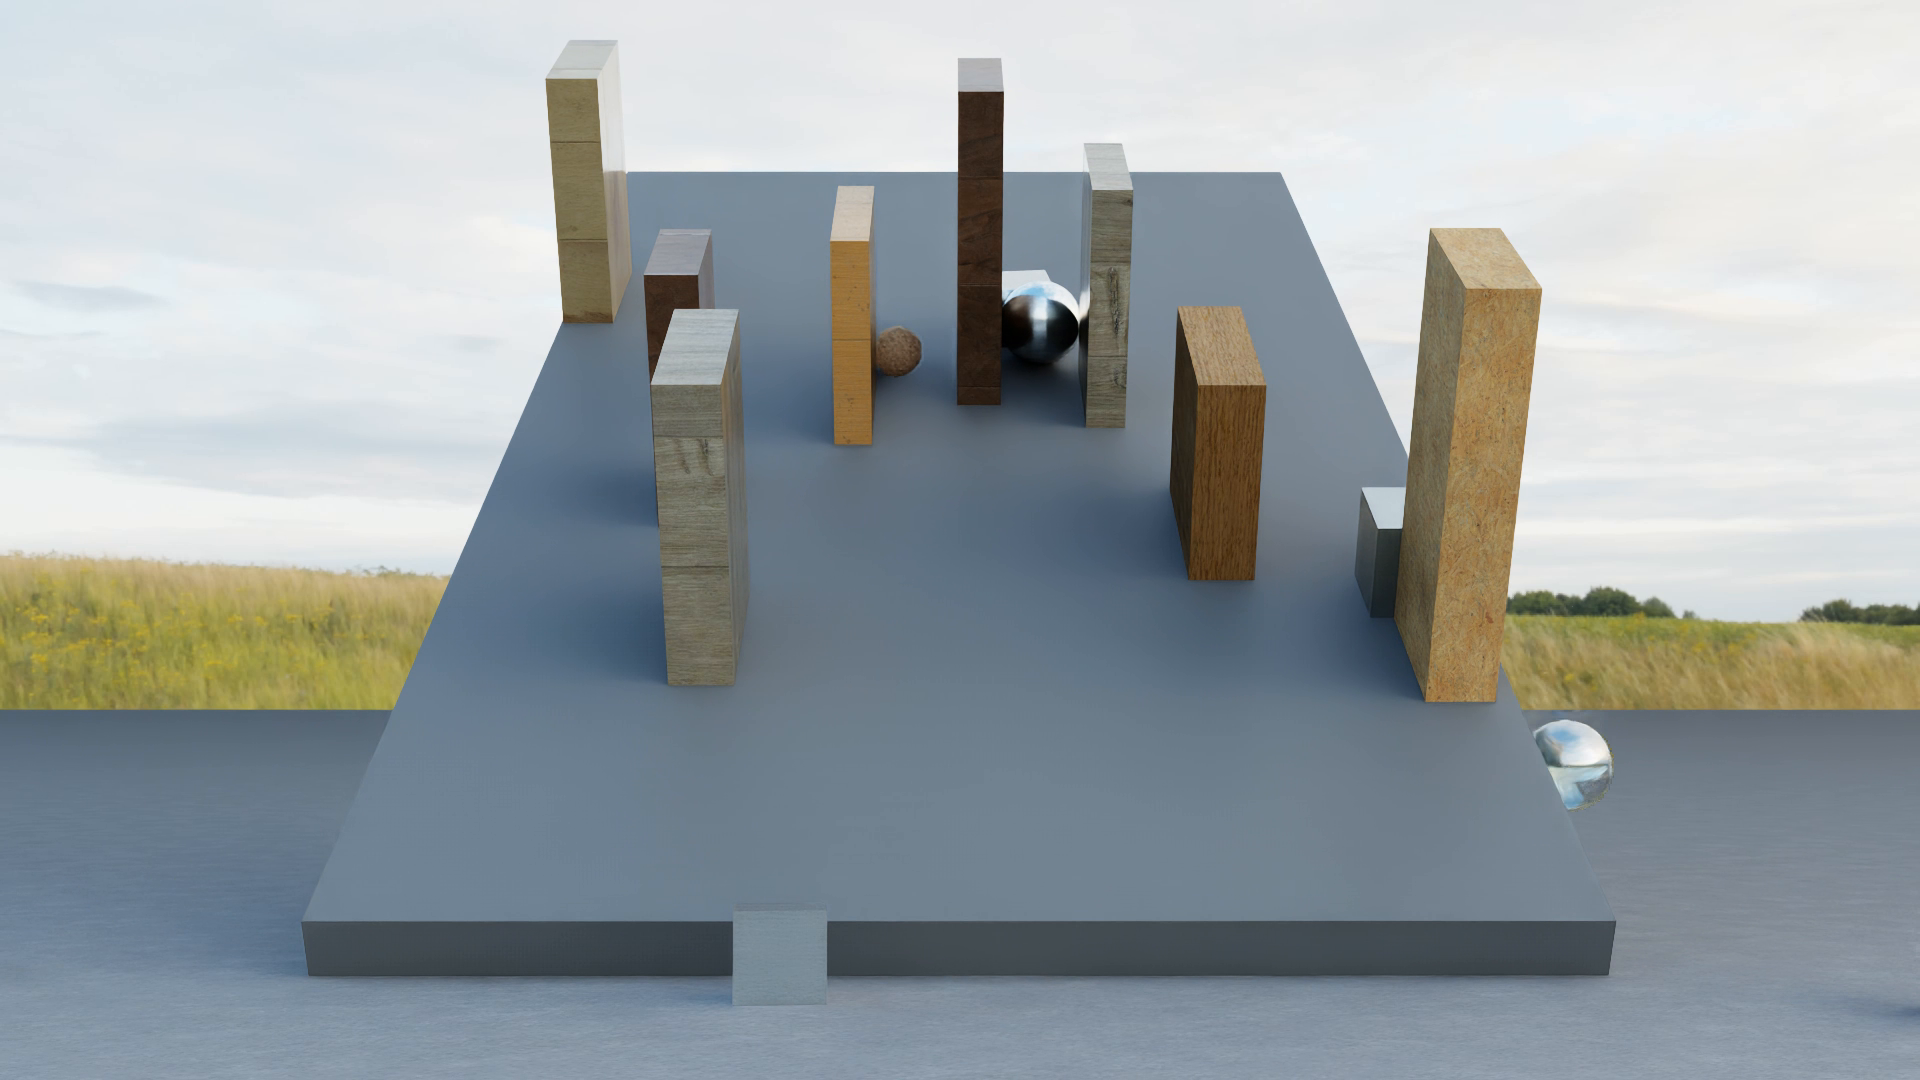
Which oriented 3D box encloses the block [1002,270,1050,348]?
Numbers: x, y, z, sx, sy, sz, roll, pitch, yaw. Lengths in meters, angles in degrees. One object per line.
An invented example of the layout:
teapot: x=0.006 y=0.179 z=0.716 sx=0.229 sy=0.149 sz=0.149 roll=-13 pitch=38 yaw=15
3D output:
block: x=0.148 y=-0.576 z=5.835 sx=0.148 sy=0.148 sz=0.148 roll=-3 pitch=24 yaw=-6

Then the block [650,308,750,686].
block: x=-0.468 y=-0.082 z=4.283 sx=0.119 sy=0.582 sz=0.380 roll=0 pitch=25 yaw=0

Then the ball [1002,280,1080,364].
ball: x=0.195 y=-0.526 z=5.670 sx=0.203 sy=0.203 sz=0.203 roll=0 pitch=-4 yaw=0

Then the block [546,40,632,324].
block: x=-0.944 y=-0.920 z=6.000 sx=0.126 sy=0.628 sz=0.400 roll=0 pitch=25 yaw=0

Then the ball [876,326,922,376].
ball: x=-0.148 y=-0.453 z=5.614 sx=0.117 sy=0.117 sz=0.117 roll=0 pitch=-4 yaw=0

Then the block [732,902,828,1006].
block: x=-0.256 y=0.585 z=3.319 sx=0.130 sy=0.130 sz=0.130 roll=0 pitch=-4 yaw=-5

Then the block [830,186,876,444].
block: x=-0.239 y=-0.515 z=5.326 sx=0.083 sy=0.475 sz=0.407 roll=0 pitch=25 yaw=0

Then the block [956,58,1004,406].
block: x=0.045 y=-0.714 z=5.437 sx=0.101 sy=0.741 sz=0.305 roll=0 pitch=25 yaw=0

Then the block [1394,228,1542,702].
block: x=0.894 y=-0.132 z=4.169 sx=0.125 sy=0.776 sz=0.327 roll=0 pitch=25 yaw=0

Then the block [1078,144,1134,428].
block: x=0.331 y=-0.588 z=5.384 sx=0.089 sy=0.559 sz=0.371 roll=0 pitch=25 yaw=0

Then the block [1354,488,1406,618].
block: x=0.878 y=0.023 z=4.528 sx=0.189 sy=0.189 sz=0.189 roll=0 pitch=25 yaw=-1

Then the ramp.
ramp: x=-0.009 y=-0.229 z=5.395 sx=2.000 sy=0.100 sz=4.000 roll=0 pitch=25 yaw=0

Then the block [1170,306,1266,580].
block: x=0.516 y=-0.202 z=4.740 sx=0.130 sy=0.413 sz=0.444 roll=0 pitch=25 yaw=0

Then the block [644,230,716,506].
block: x=-0.570 y=-0.337 z=4.864 sx=0.107 sy=0.547 sz=0.294 roll=0 pitch=25 yaw=0

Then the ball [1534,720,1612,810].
ball: x=1.180 y=0.438 z=4.567 sx=0.173 sy=0.173 sz=0.173 roll=0 pitch=-4 yaw=0
